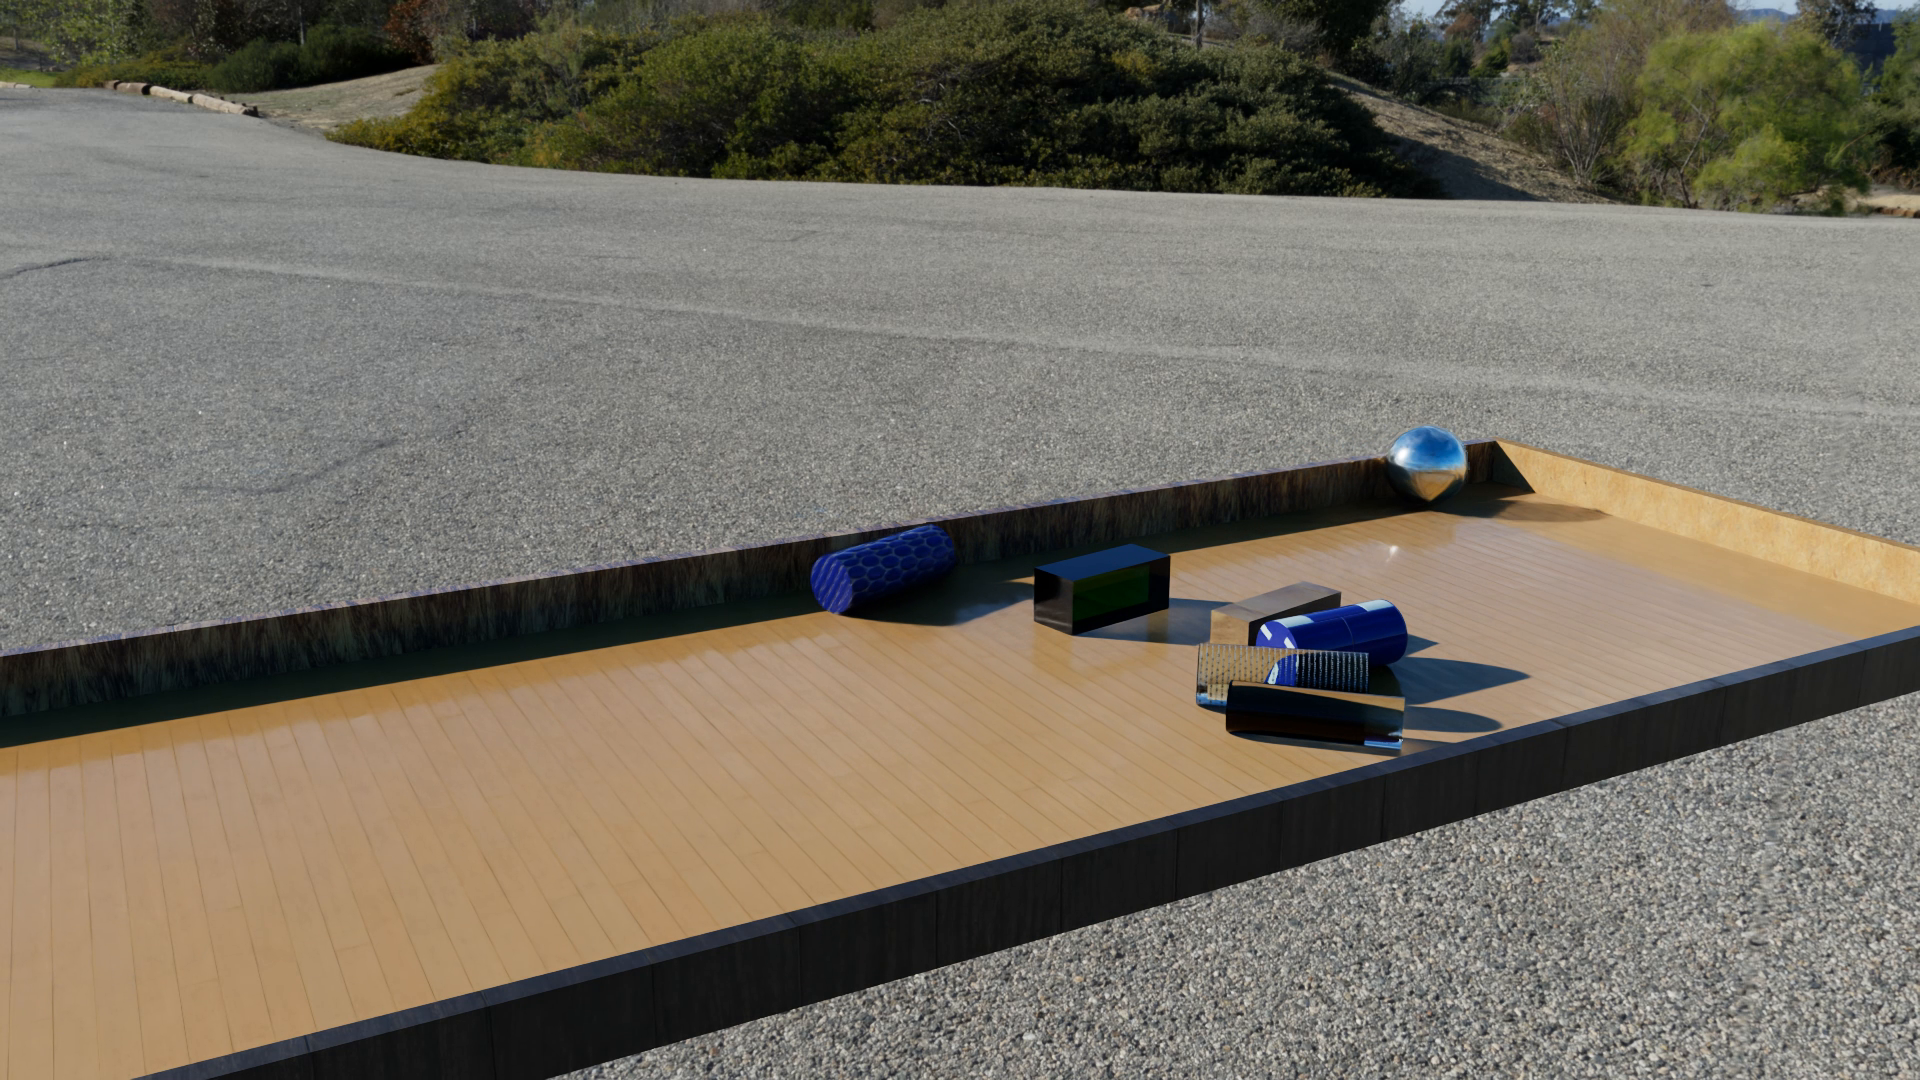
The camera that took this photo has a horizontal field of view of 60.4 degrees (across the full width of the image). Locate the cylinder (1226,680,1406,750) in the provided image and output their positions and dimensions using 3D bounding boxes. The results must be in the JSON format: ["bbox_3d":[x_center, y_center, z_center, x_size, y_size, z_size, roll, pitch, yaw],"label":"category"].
[{"bbox_3d":[0.813,0.400,3.780,0.392,0.121,0.121,5,17,15],"label":"cylinder"}]

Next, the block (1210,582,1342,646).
[{"bbox_3d":[0.840,0.221,4.382,0.382,0.125,0.125,-14,21,-39],"label":"block"}]

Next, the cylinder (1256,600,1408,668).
[{"bbox_3d":[0.941,0.259,4.171,0.351,0.168,0.168,-9,19,-27],"label":"cylinder"}]

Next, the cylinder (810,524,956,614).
[{"bbox_3d":[-0.219,0.081,4.781,0.168,0.168,0.428,14,22,40],"label":"cylinder"}]

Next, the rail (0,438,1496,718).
[{"bbox_3d":[-3.305,0.497,3.399,12.000,0.150,0.050,-9,18,-27],"label":"rail"}]

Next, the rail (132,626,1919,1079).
[{"bbox_3d":[-2.336,1.006,1.665,12.000,0.150,0.050,-9,18,-27],"label":"rail"}]

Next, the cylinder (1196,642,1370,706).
[{"bbox_3d":[0.772,0.333,3.957,0.398,0.150,0.150,3,17,10],"label":"cylinder"}]

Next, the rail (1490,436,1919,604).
[{"bbox_3d":[2.466,-0.048,5.253,0.050,0.150,2.100,-9,18,-27],"label":"rail"}]

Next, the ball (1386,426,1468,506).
[{"bbox_3d":[1.622,-0.257,5.739,0.277,0.277,0.277,0,16,0],"label":"ball"}]

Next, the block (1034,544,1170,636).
[{"bbox_3d":[0.400,0.135,4.617,0.374,0.156,0.156,-13,21,-37],"label":"block"}]
